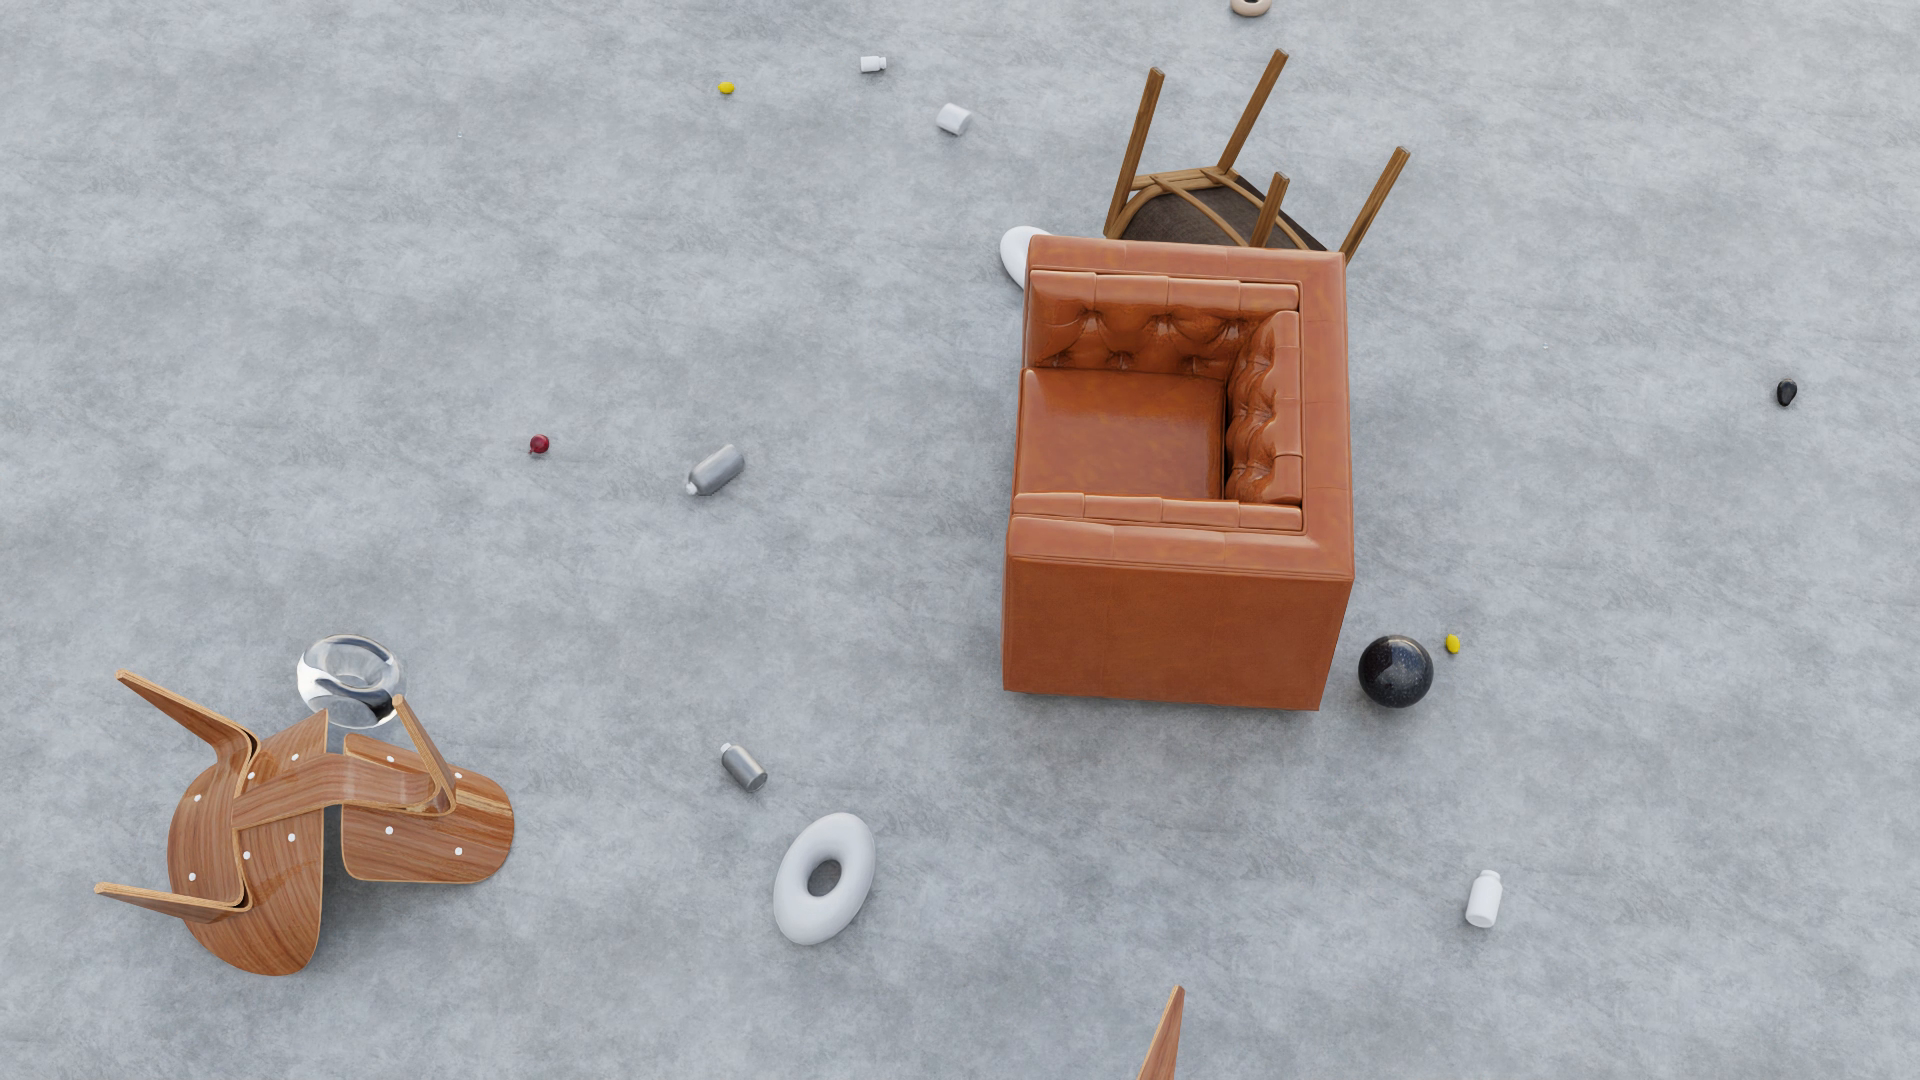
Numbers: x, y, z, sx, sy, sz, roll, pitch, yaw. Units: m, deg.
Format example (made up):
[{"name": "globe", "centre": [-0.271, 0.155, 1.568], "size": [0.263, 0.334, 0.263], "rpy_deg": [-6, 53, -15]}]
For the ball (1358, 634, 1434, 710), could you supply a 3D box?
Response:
[{"name": "ball", "centre": [1.228, 0.370, 6.198], "size": [0.212, 0.212, 0.212], "rpy_deg": [0, 56, 0]}]

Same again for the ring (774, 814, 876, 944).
[{"name": "ring", "centre": [-0.362, 0.904, 5.882], "size": [0.244, 0.144, 0.386], "rpy_deg": [20, 59, 11]}]

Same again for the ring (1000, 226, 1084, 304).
[{"name": "ring", "centre": [0.265, -0.894, 7.131], "size": [0.218, 0.072, 0.358], "rpy_deg": [-29, 60, -19]}]

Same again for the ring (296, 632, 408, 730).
[{"name": "ring", "centre": [-1.712, 0.396, 6.197], "size": [0.314, 0.145, 0.280], "rpy_deg": [29, 41, 2]}]

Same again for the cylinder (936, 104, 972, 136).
[{"name": "cylinder", "centre": [-0.020, -1.436, 7.502], "size": [0.088, 0.059, 0.101], "rpy_deg": [27, 63, 17]}]

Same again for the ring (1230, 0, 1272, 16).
[{"name": "ring", "centre": [1.036, -1.917, 7.831], "size": [0.149, 0.049, 0.125], "rpy_deg": [-8, 57, -7]}]
